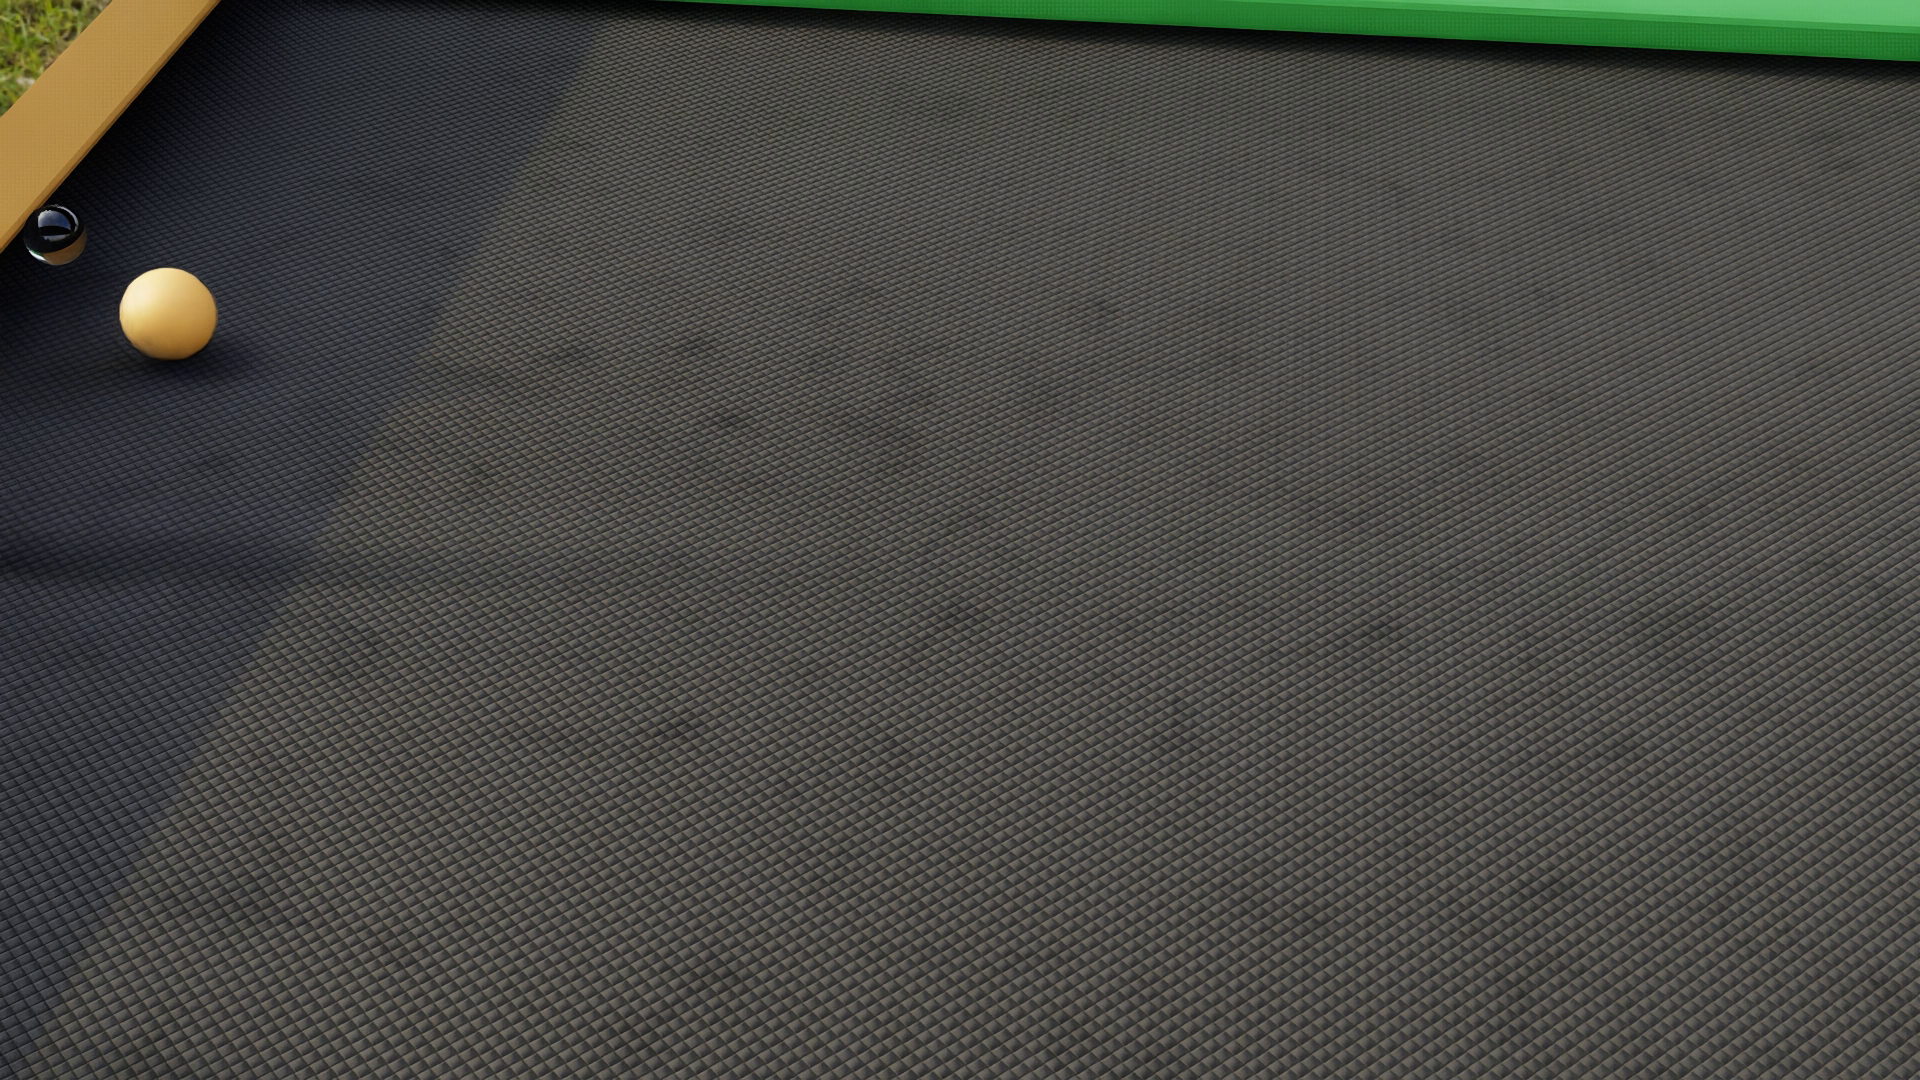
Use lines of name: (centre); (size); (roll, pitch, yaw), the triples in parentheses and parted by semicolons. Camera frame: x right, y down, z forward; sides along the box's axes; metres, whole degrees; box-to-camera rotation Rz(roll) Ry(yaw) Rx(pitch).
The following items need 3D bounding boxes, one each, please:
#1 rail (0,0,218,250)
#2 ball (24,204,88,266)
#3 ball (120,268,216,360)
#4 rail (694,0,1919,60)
rail: (-0.853, -0.076, 1.888); (0.045, 0.102, 1.938); (4, 35, 5)
ball: (-0.774, -0.261, 2.193); (0.052, 0.052, 0.052); (0, 35, 0)
ball: (-0.636, -0.181, 2.061); (0.074, 0.074, 0.074); (0, 35, 0)
rail: (0.987, -0.501, 2.488); (3.529, 0.102, 0.045); (4, 35, 5)
